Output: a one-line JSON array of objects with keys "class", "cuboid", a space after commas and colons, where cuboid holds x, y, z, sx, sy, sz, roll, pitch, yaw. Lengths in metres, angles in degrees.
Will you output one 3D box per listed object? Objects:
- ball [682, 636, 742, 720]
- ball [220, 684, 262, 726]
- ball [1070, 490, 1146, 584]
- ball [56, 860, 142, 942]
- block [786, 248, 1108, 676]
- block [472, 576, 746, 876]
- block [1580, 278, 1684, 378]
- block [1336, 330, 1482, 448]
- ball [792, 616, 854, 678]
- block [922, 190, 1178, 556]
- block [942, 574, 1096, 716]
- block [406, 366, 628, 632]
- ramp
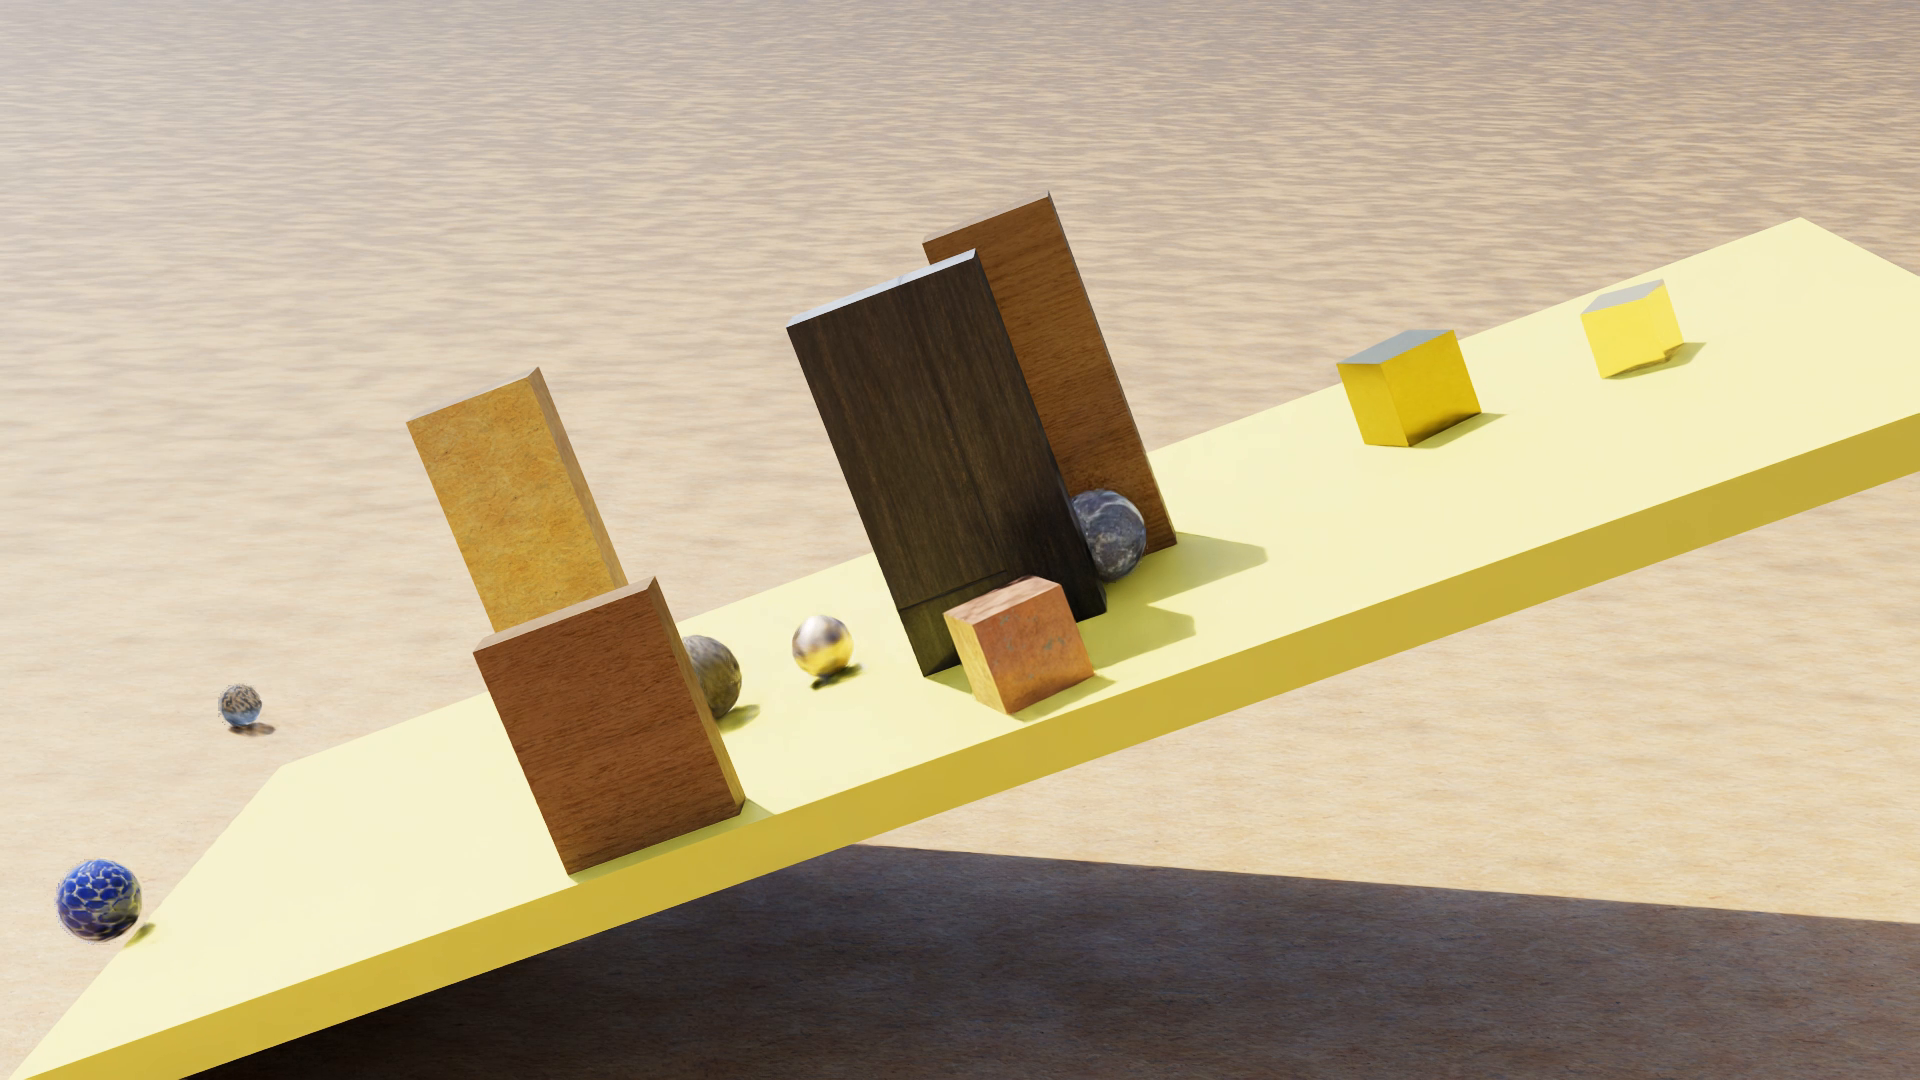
[{"class": "ball", "cuboid": [-0.557, 0.296, 6.210, 0.191, 0.191, 0.191, 0, 13, 0]}, {"class": "ball", "cuboid": [-1.994, 0.459, 8.151, 0.115, 0.115, 0.115, 0, 13, 0]}, {"class": "ball", "cuboid": [0.288, -0.008, 6.094, 0.195, 0.195, 0.195, 0, 13, 0]}, {"class": "ball", "cuboid": [-1.855, 0.778, 6.344, 0.179, 0.179, 0.179, 0, 13, 0]}, {"class": "block", "cuboid": [-0.021, -0.152, 5.891, 0.394, 0.759, 0.140, -20, 12, 7]}, {"class": "block", "cuboid": [-0.649, 0.346, 5.476, 0.348, 0.460, 0.105, -20, 12, 7]}, {"class": "block", "cuboid": [1.421, -0.447, 6.216, 0.146, 0.146, 0.146, -14, 14, 33]}, {"class": "block", "cuboid": [0.970, -0.330, 6.363, 0.192, 0.192, 0.192, -25, 12, -18]}, {"class": "ball", "cuboid": [-0.291, 0.225, 6.217, 0.131, 0.131, 0.131, 0, 13, 0]}, {"class": "block", "cuboid": [0.192, -0.316, 6.204, 0.278, 0.783, 0.127, -20, 12, 7]}, {"class": "block", "cuboid": [0.109, 0.195, 5.509, 0.185, 0.185, 0.185, -24, 12, -14]}, {"class": "block", "cuboid": [-0.972, 0.020, 6.766, 0.300, 0.770, 0.141, -20, 12, 7]}, {"class": "ramp", "cuboid": [0.118, 0.176, 6.295, 4.000, 0.100, 2.000, -20, 12, 7]}]
